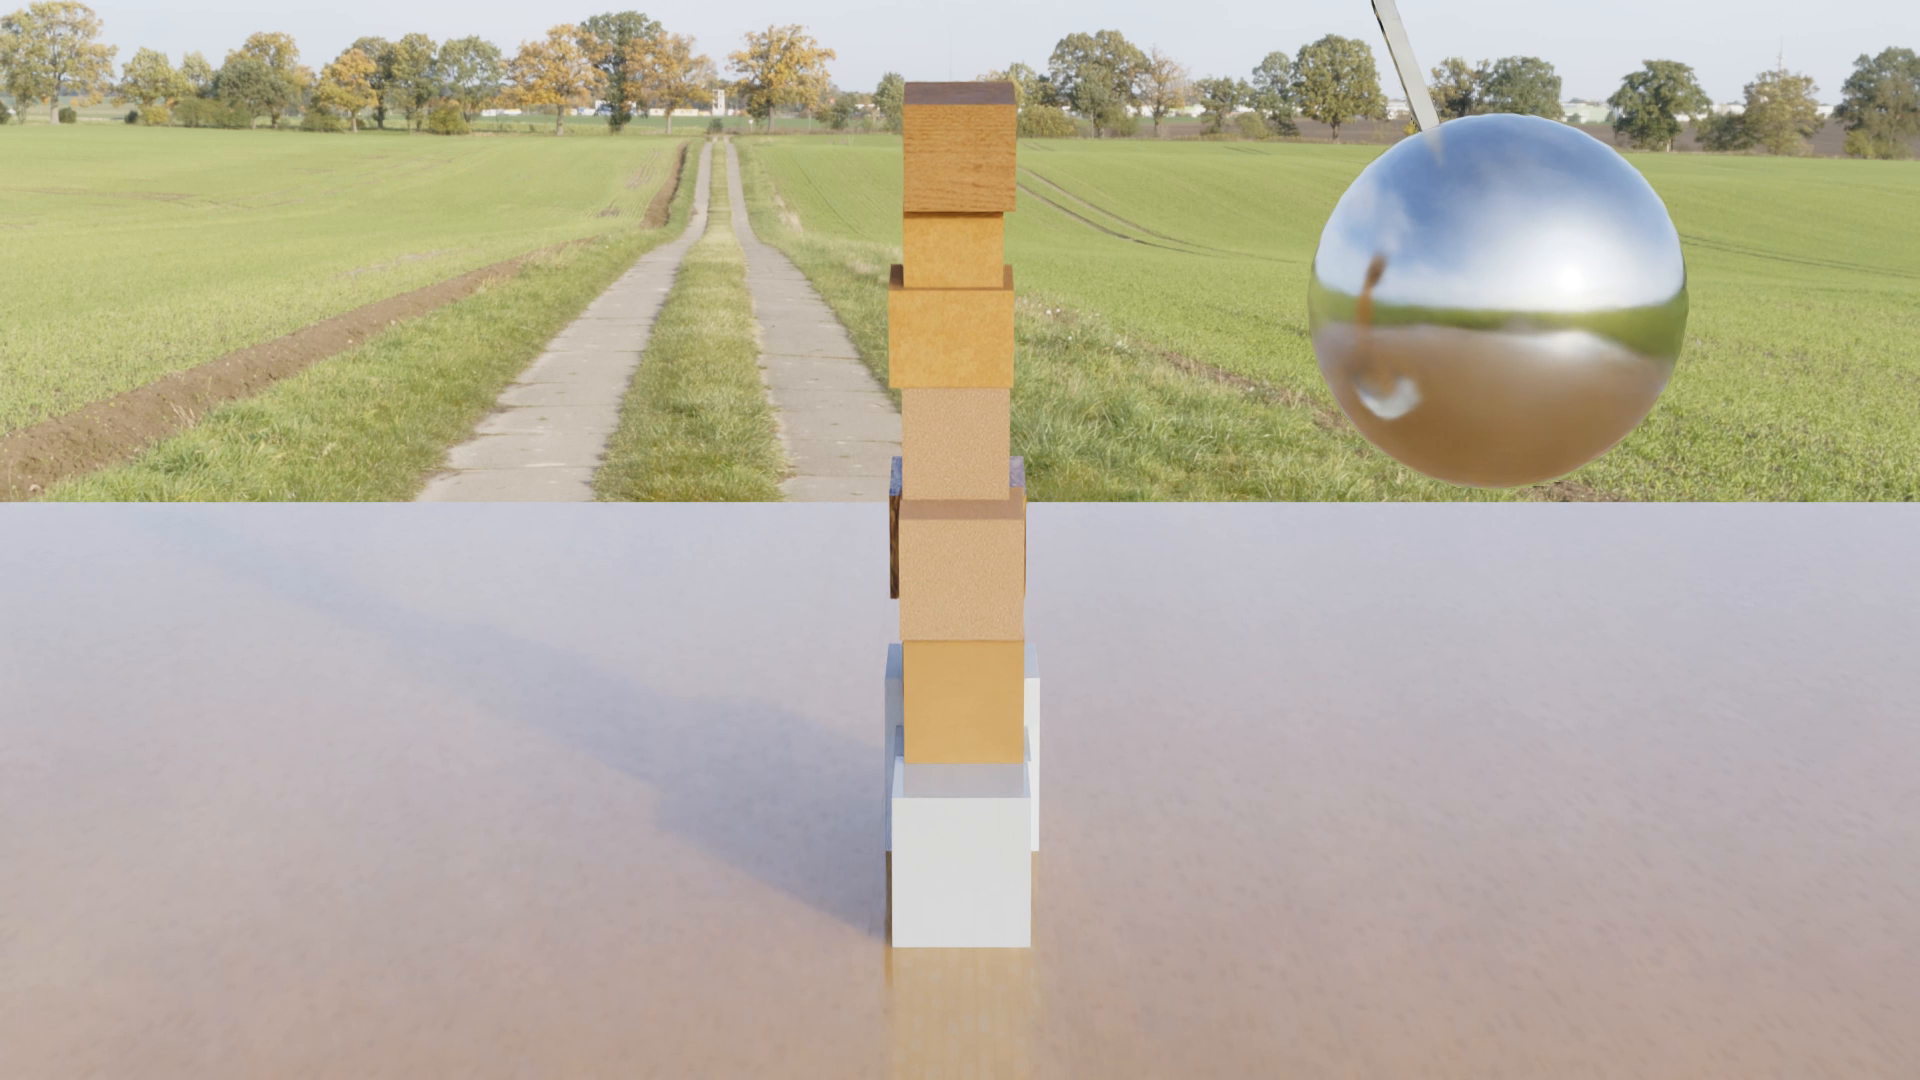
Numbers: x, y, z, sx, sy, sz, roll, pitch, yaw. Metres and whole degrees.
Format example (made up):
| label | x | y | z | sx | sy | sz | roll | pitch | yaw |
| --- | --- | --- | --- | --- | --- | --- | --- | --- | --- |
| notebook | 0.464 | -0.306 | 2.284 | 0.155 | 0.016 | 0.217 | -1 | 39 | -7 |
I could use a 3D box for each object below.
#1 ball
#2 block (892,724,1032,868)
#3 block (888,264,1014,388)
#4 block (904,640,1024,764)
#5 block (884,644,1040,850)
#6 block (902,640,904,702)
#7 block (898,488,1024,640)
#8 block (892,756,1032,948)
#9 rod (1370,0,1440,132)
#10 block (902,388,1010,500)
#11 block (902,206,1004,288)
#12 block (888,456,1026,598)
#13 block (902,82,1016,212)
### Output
| label | x | y | z | sx | sy | sz | roll | pitch | yaw |
| --- | --- | --- | --- | --- | --- | --- | --- | --- | --- |
| ball | 2.295 | -1.020 | 10.995 | 1.600 | 1.600 | 1.600 | 0 | 10 | 0 |
| block | 0.009 | 1.188 | 11.365 | 0.596 | 0.597 | 0.635 | 0 | 10 | 0 |
| block | -0.035 | -0.898 | 10.718 | 0.511 | 0.414 | 0.433 | 0 | 21 | 0 |
| block | 0.017 | 0.599 | 11.008 | 0.505 | 0.561 | 0.513 | 0 | 18 | 0 |
| block | 0.010 | 0.960 | 12.023 | 0.701 | 0.810 | 0.722 | 0 | 10 | 0 |
| block | 0.006 | 0.395 | 11.473 | 0.519 | 0.517 | 0.460 | 0 | 20 | 0 |
| block | 0.006 | 0.097 | 10.794 | 0.514 | 0.527 | 0.456 | 0 | 18 | 0 |
| block | 0.006 | 1.290 | 10.715 | 0.562 | 0.628 | 0.660 | 0 | 10 | 0 |
| rod | 0.994 | -4.111 | 10.433 | 0.080 | 5.200 | 0.080 | -22 | 10 | 4 |
| block | -0.016 | -0.475 | 10.875 | 0.446 | 0.489 | 0.447 | 0 | 21 | 0 |
| block | -0.027 | -1.250 | 10.590 | 0.407 | 0.335 | 0.337 | 0 | 21 | 0 |
| block | -0.009 | -0.060 | 11.279 | 0.586 | 0.471 | 0.548 | 0 | 20 | 0 |
| block | -0.002 | -1.607 | 10.451 | 0.448 | 0.432 | 0.496 | 0 | 21 | 0 |
